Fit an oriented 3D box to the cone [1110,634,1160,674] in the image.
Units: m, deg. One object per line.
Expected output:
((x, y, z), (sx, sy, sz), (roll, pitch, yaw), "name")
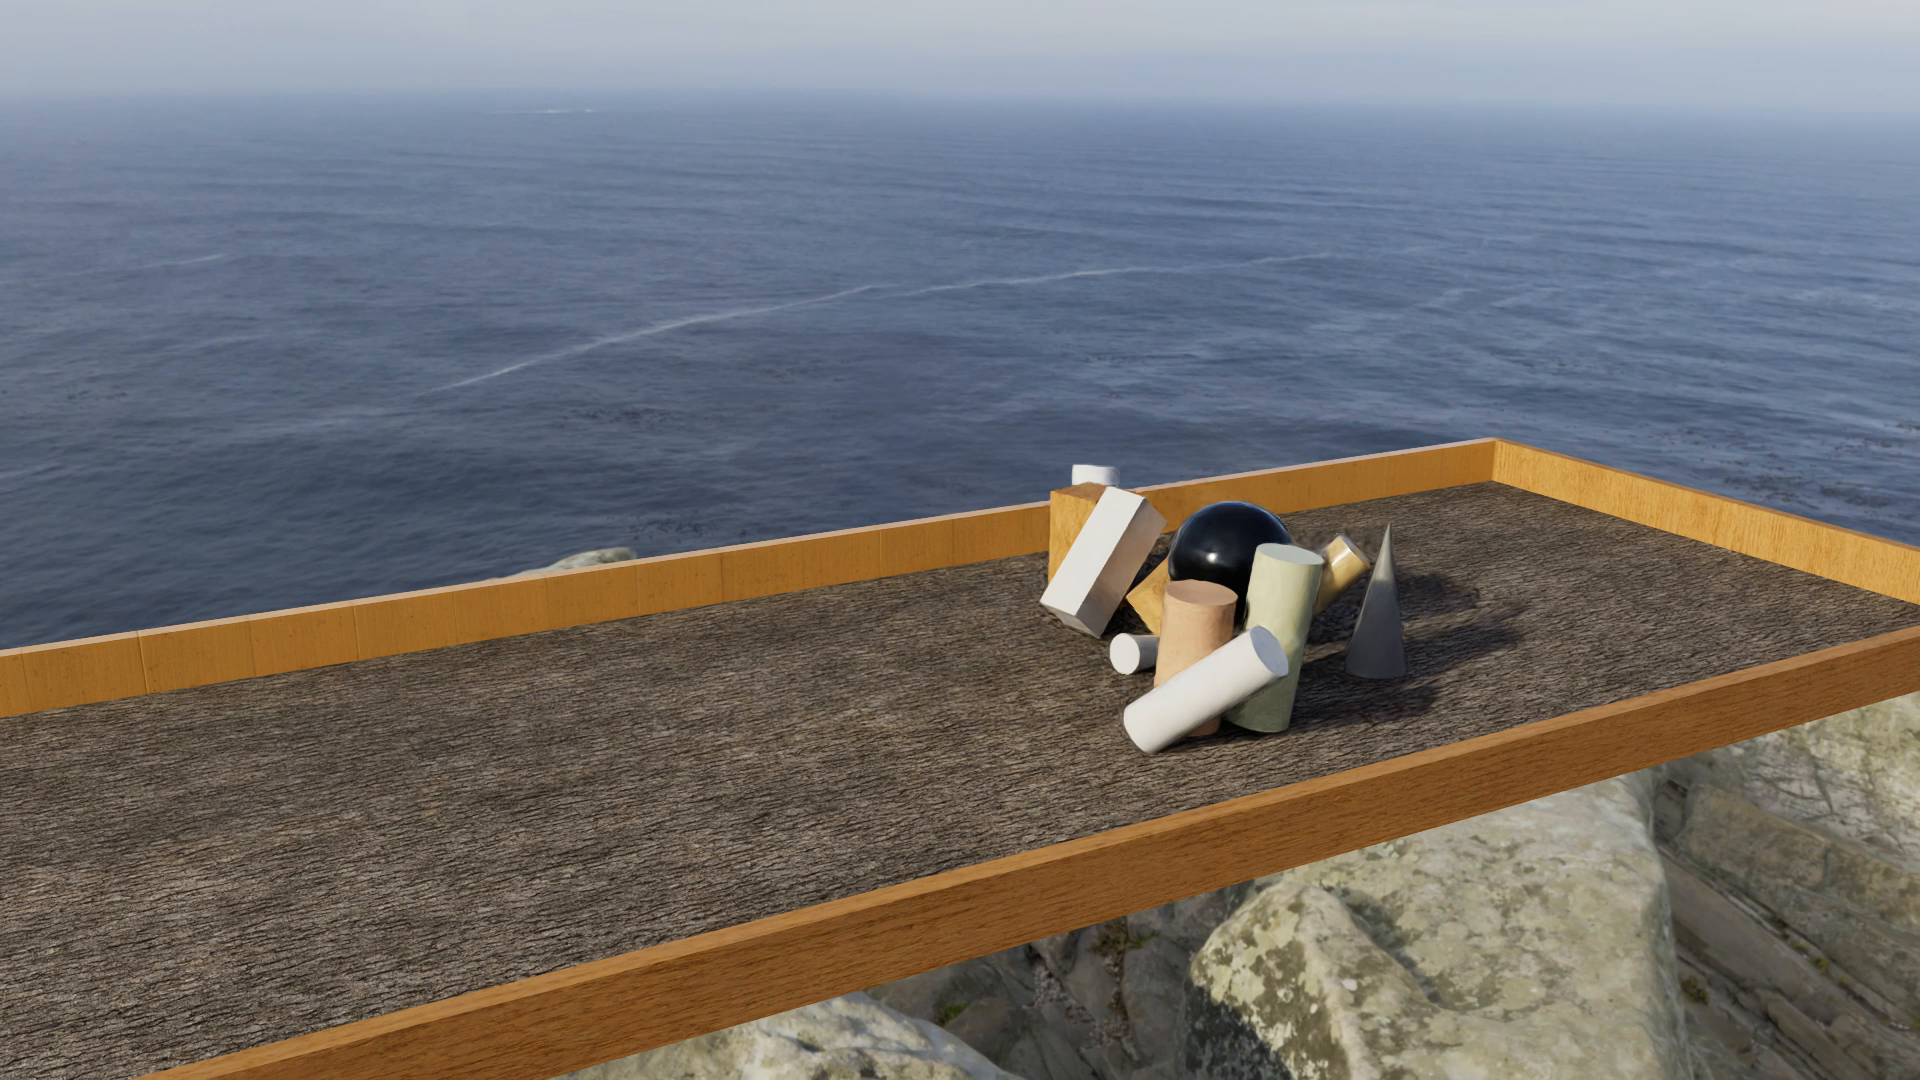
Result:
((0.564, 0.279, 4.314), (0.389, 0.104, 0.104), (-4, 15, -41), "cone")

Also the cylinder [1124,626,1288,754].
((0.538, 0.332, 3.631), (0.374, 0.124, 0.124), (-37, -6, 33), "cylinder")

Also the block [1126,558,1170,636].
((0.650, 0.079, 4.484), (0.396, 0.136, 0.136), (-41, 7, -26), "block")

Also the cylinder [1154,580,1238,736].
((0.541, 0.273, 3.828), (0.165, 0.324, 0.165), (4, 19, -1), "cylinder")

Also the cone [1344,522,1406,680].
((1.068, 0.140, 4.172), (0.158, 0.394, 0.158), (1, 17, 0), "cone")

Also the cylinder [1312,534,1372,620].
((0.932, 0.131, 4.365), (0.122, 0.308, 0.122), (41, 19, -17), "cylinder")

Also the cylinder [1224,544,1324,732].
((0.725, 0.226, 3.828), (0.155, 0.409, 0.155), (8, 16, -2), "cylinder")

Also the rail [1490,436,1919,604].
((2.466, -0.048, 5.253), (0.050, 0.150, 2.100), (-9, 18, -27), "rail")

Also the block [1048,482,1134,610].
((0.370, 0.025, 4.671), (0.165, 0.336, 0.165), (16, 22, 42), "block")

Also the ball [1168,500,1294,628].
((0.699, 0.061, 4.239), (0.326, 0.326, 0.326), (0, 16, 0), "ball")

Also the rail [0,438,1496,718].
((-3.305, 0.497, 3.399), (12.000, 0.150, 0.050), (-9, 18, -27), "rail")

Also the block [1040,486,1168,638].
((0.390, 0.058, 4.474), (0.134, 0.374, 0.134), (21, -15, 45), "block")

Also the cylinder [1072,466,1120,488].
((0.391, -0.049, 4.884), (0.140, 0.335, 0.140), (4, 1, 0), "cylinder")

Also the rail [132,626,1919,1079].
((-2.336, 1.006, 1.665), (12.000, 0.150, 0.050), (-9, 18, -27), "rail")
